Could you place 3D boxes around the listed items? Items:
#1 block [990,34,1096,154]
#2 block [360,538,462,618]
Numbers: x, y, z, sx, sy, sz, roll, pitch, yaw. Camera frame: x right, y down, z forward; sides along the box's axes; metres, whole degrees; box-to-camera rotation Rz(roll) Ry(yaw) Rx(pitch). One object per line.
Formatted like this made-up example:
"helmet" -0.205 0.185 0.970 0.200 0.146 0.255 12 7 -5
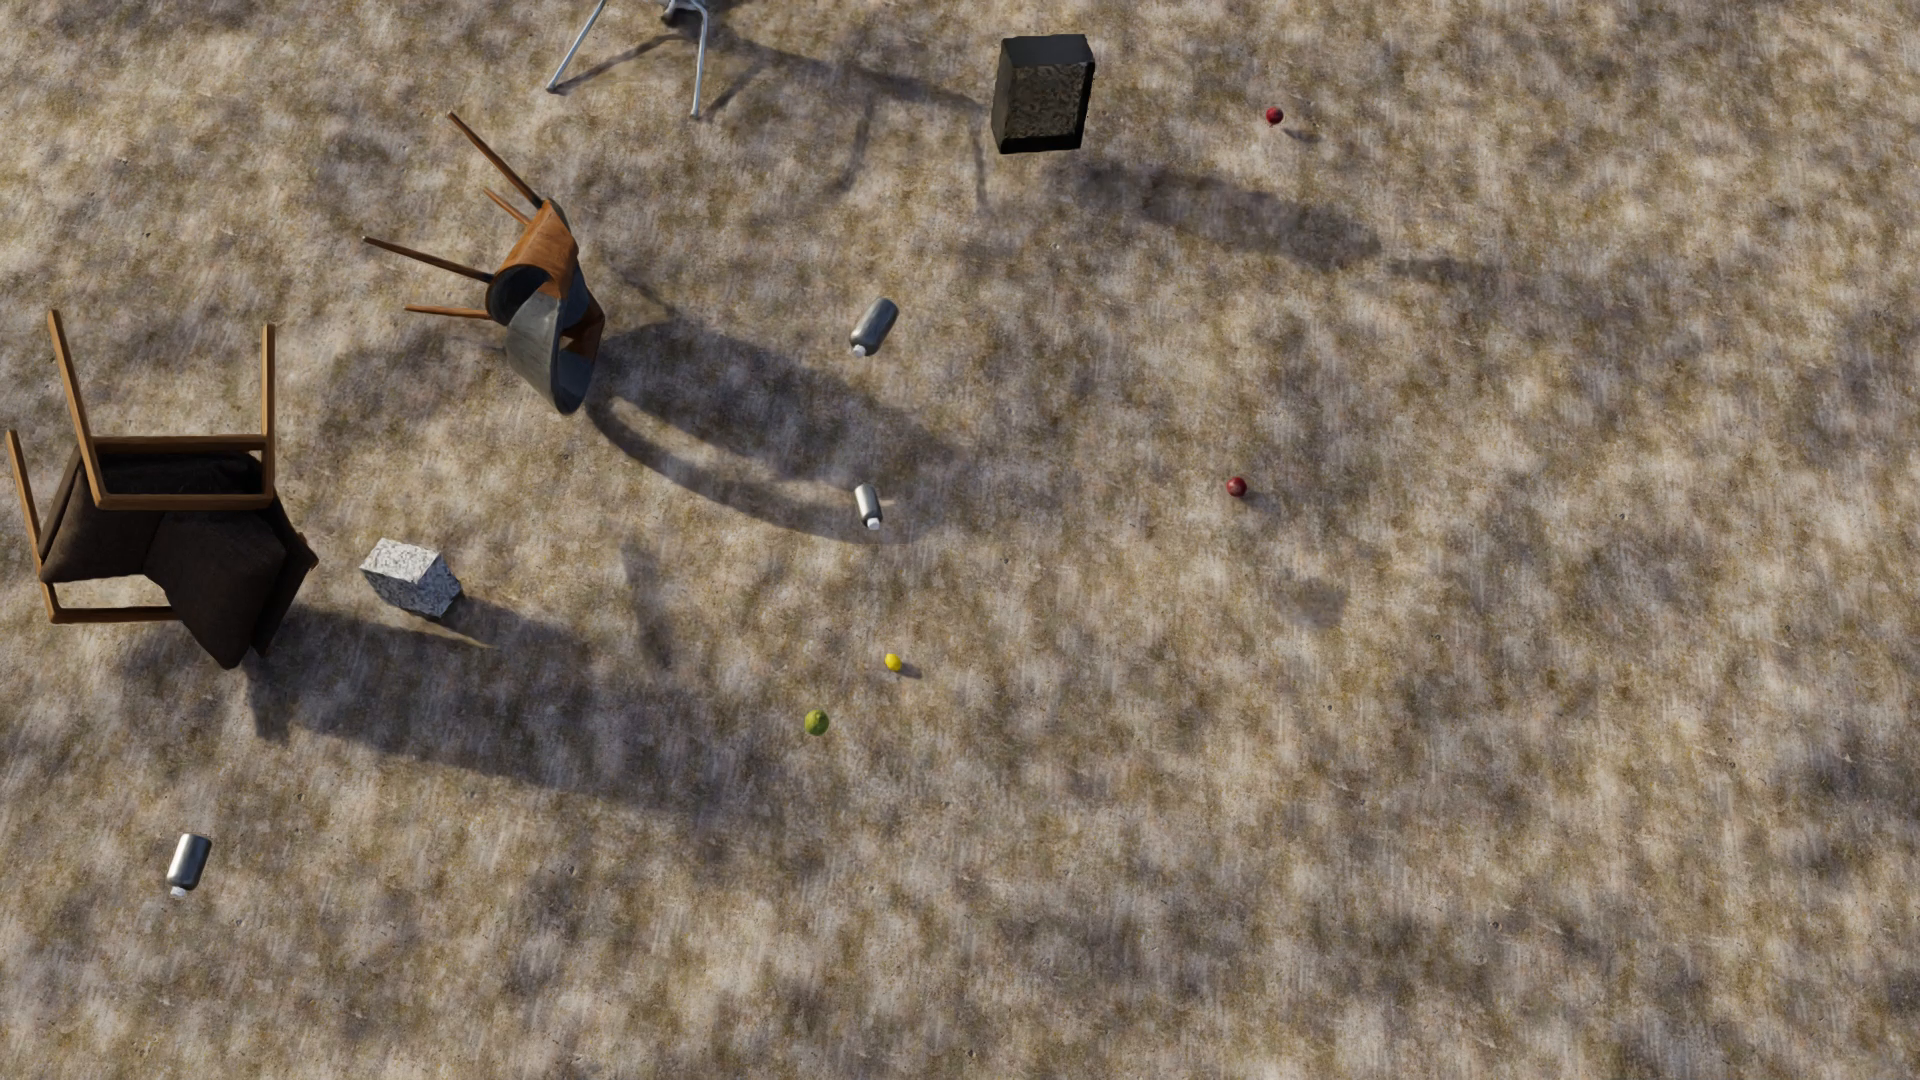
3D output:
"block" 0.268 -1.463 7.215 0.275 0.357 0.150 -6 51 -13
"block" -1.591 0.109 6.372 0.221 0.158 0.117 13 56 28
